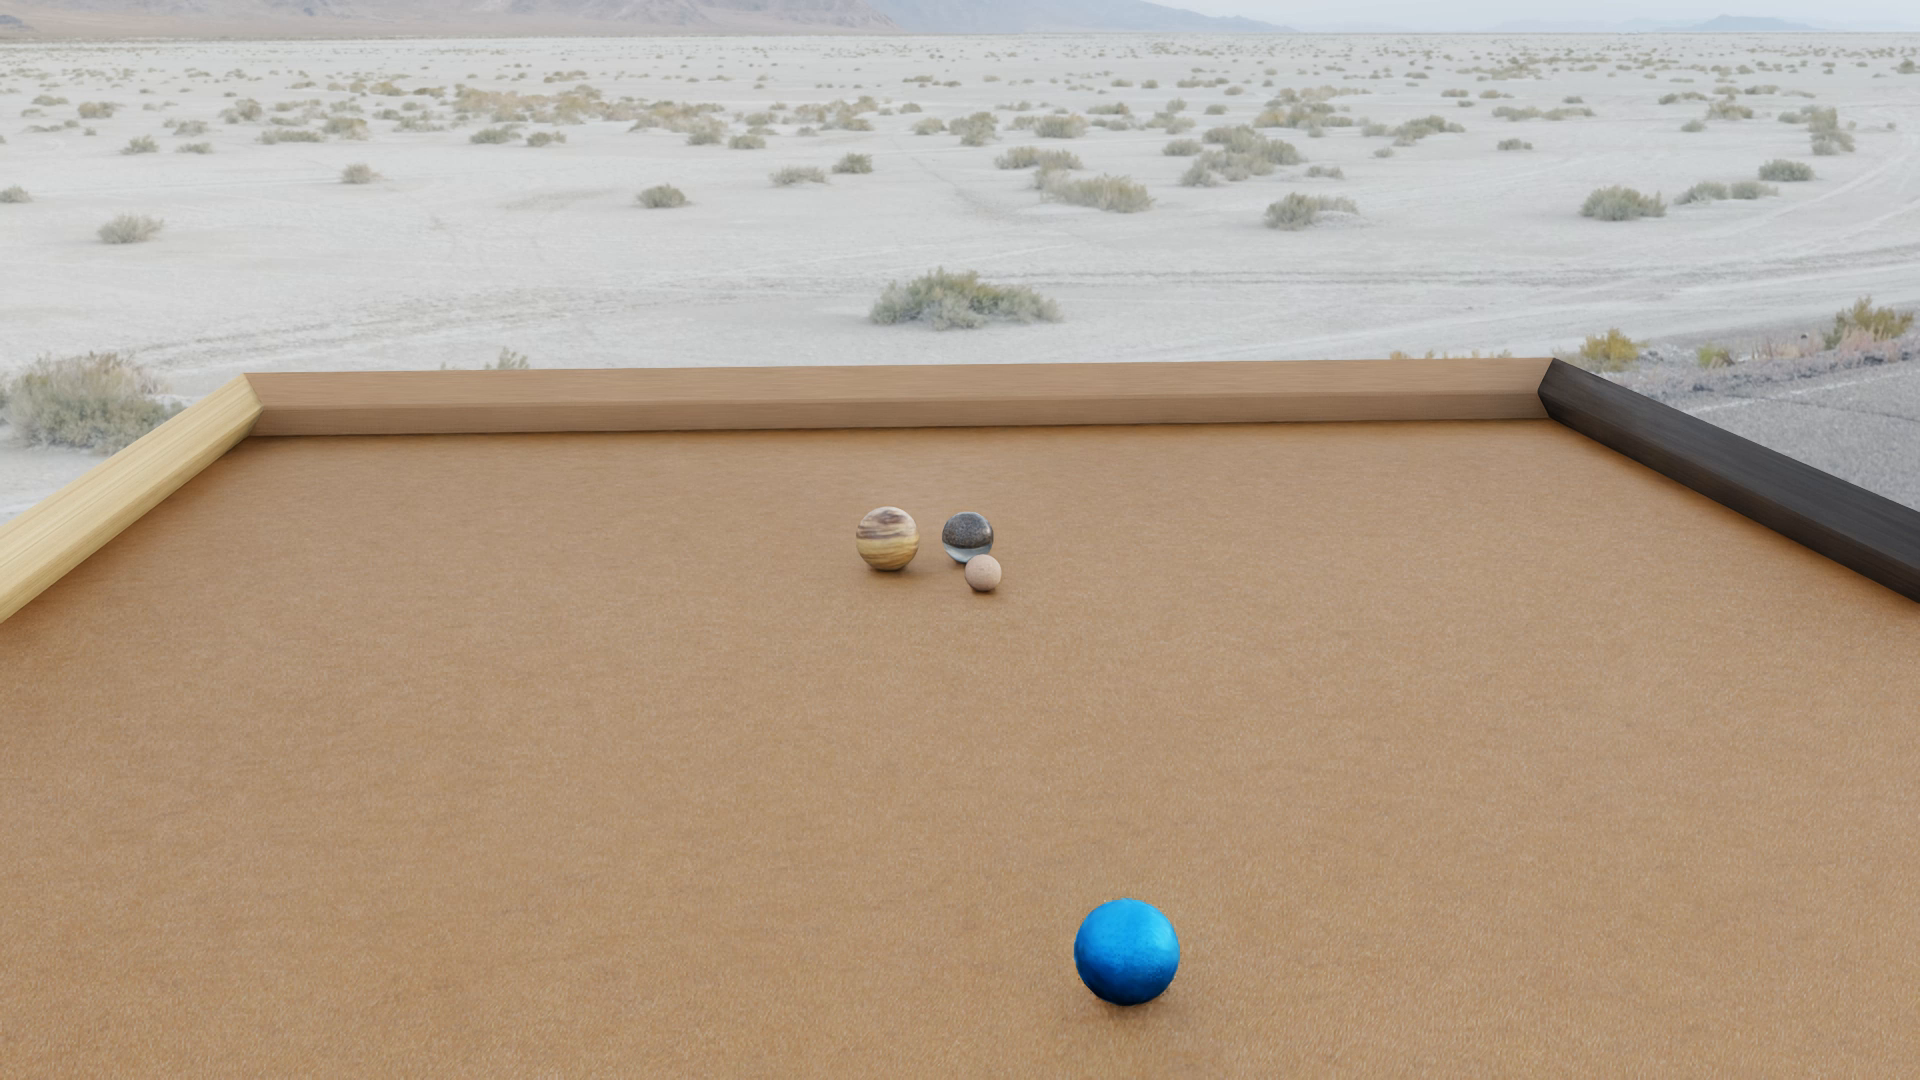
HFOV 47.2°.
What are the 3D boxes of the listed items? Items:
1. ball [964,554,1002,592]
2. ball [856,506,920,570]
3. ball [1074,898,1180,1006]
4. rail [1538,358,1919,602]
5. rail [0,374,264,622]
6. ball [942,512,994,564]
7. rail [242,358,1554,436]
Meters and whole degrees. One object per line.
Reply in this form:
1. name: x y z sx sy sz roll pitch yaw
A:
1. ball: 0.031 0.044 2.968 0.050 0.050 0.050 0 13 0
2. ball: -0.101 -0.002 3.080 0.090 0.090 0.090 0 13 0
3. ball: 0.130 0.320 1.709 0.082 0.082 0.082 0 13 0
4. rail: 1.311 0.208 2.112 0.045 0.117 4.490 -1 13 -4
5. rail: -1.133 0.251 1.923 0.045 0.117 4.490 -1 13 -4
6. ball: 0.011 -0.004 3.124 0.074 0.074 0.074 0 13 0
7. rail: -0.087 -0.270 4.175 2.499 0.117 0.045 -1 13 -4
